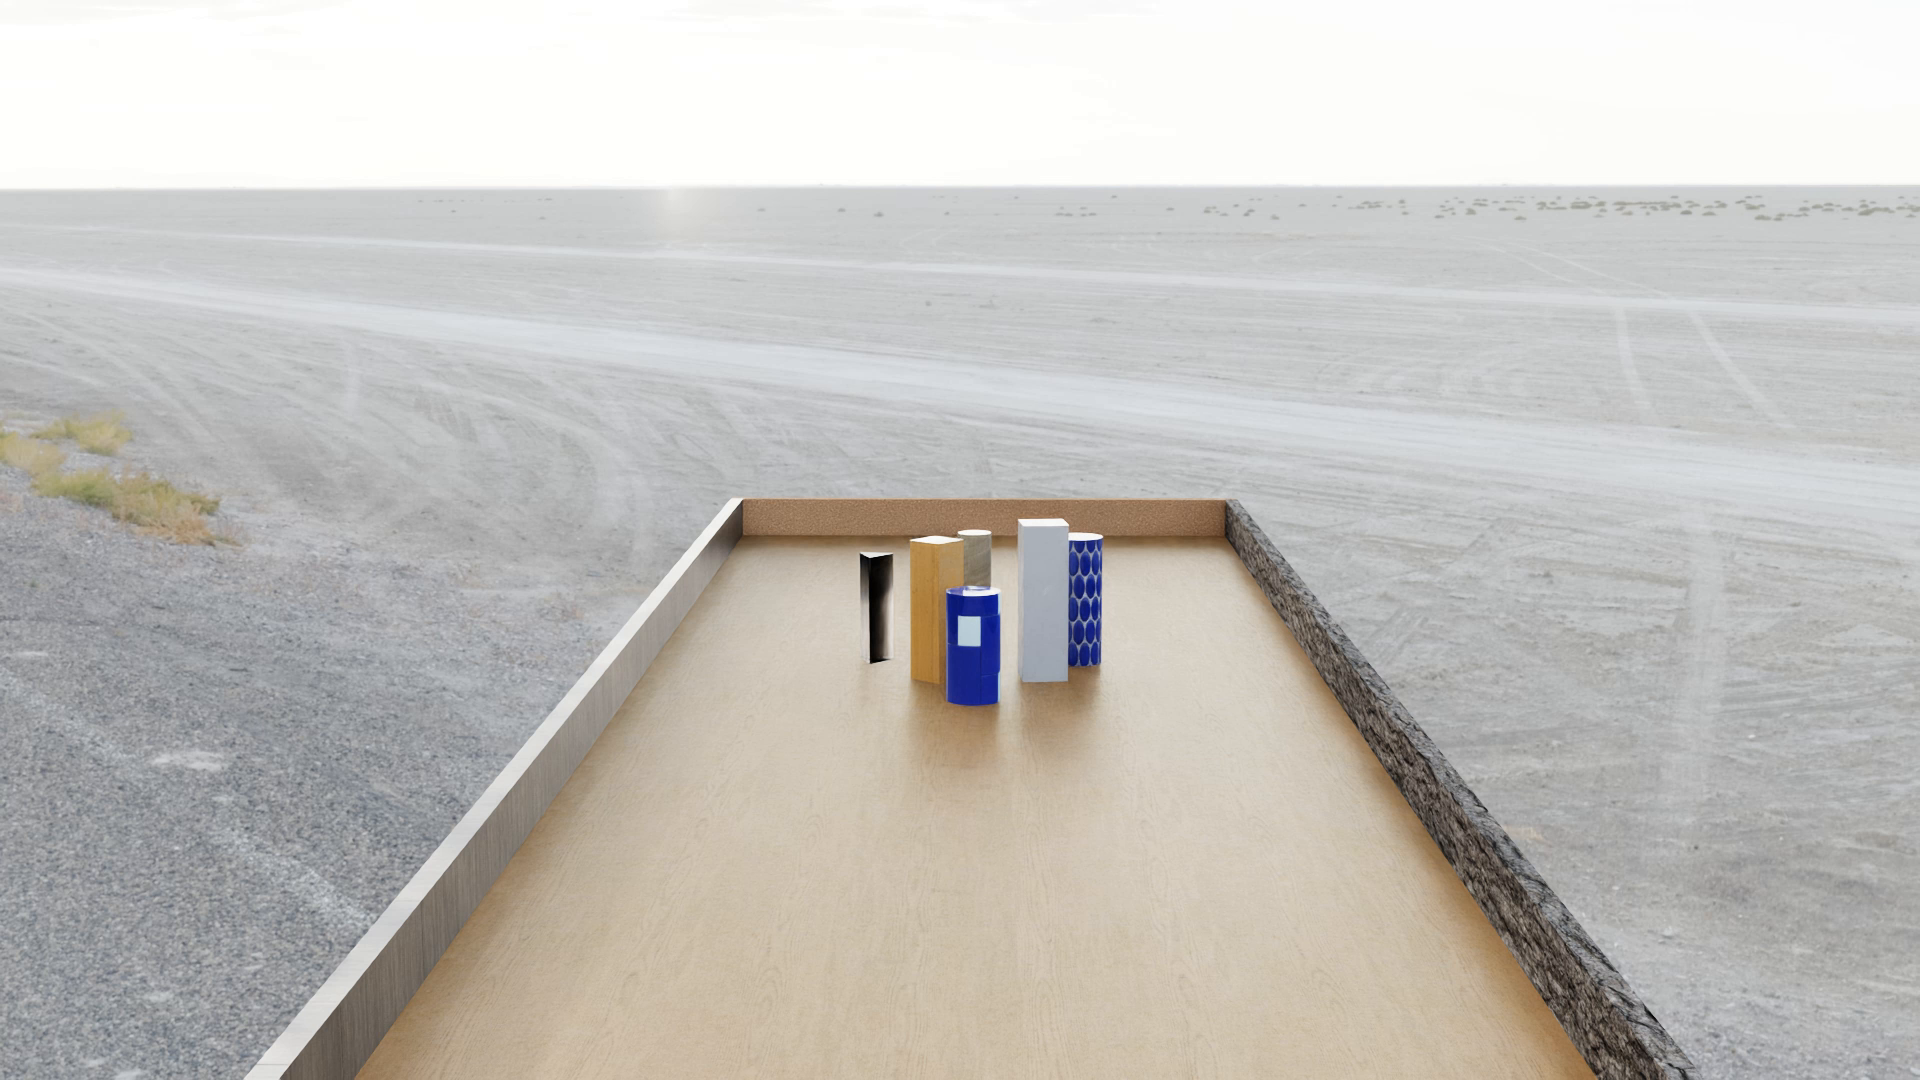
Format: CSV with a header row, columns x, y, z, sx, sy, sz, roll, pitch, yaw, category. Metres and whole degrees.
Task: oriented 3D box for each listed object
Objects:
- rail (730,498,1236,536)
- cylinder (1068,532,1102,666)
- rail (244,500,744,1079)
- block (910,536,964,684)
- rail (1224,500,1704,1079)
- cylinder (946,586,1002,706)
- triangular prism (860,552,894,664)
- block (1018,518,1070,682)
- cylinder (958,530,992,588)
x,y,z,sx,sy,sz,roll,pitch,yaw,category
0.099,-0.098,9.147,2.100,0.150,0.050,0,9,1,rail
0.357,0.179,6.653,0.145,0.384,0.145,0,9,0,cylinder
-1.004,0.839,3.234,0.050,0.150,12.000,0,9,1,rail
-0.067,0.202,6.421,0.110,0.410,0.110,7,12,39,block
1.046,0.843,3.208,0.050,0.150,12.000,0,9,1,rail
0.038,0.295,6.159,0.154,0.310,0.154,0,9,0,cylinder
-0.270,0.203,6.687,0.088,0.326,0.102,8,12,41,triangular prism
0.243,0.176,6.434,0.132,0.459,0.132,-1,9,-5,block
0.045,0.172,6.669,0.100,0.393,0.100,0,9,0,cylinder
